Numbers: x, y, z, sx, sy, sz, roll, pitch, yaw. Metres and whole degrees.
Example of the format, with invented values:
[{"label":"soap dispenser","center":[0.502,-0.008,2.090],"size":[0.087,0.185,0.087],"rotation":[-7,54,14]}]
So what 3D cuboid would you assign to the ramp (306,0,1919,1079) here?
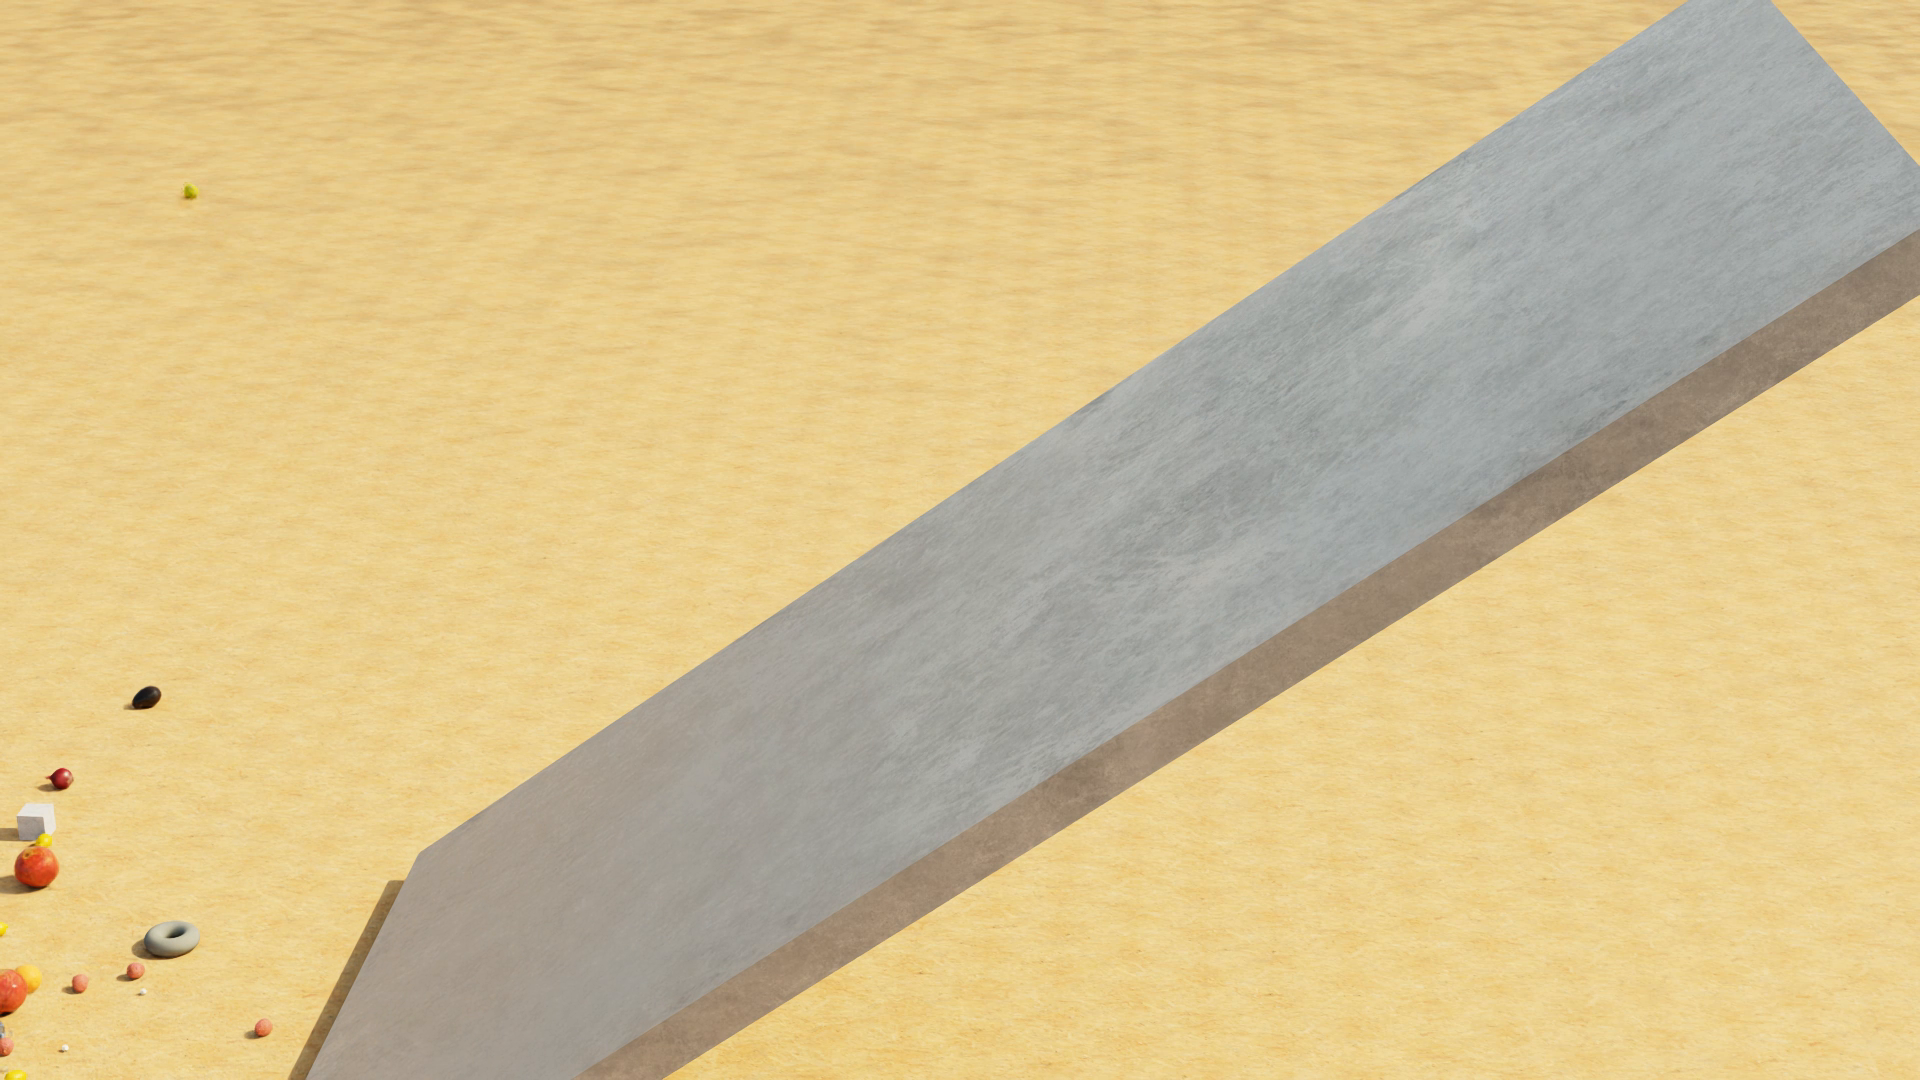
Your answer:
[{"label":"ramp","center":[0.131,0.177,6.317],"size":[4.000,0.100,2.000],"rotation":[-34,16,16]}]

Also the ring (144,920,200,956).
[{"label":"ring","center":[-2.003,1.013,7.476],"size":[0.139,0.046,0.139],"rotation":[1,22,0]}]

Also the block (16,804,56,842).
[{"label":"block","center":[-2.522,0.770,8.031],"size":[0.075,0.075,0.075],"rotation":[1,22,4]}]

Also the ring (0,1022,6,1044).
[{"label":"ring","center":[-2.360,1.188,7.047],"size":[0.143,0.048,0.143],"rotation":[1,23,0]}]
